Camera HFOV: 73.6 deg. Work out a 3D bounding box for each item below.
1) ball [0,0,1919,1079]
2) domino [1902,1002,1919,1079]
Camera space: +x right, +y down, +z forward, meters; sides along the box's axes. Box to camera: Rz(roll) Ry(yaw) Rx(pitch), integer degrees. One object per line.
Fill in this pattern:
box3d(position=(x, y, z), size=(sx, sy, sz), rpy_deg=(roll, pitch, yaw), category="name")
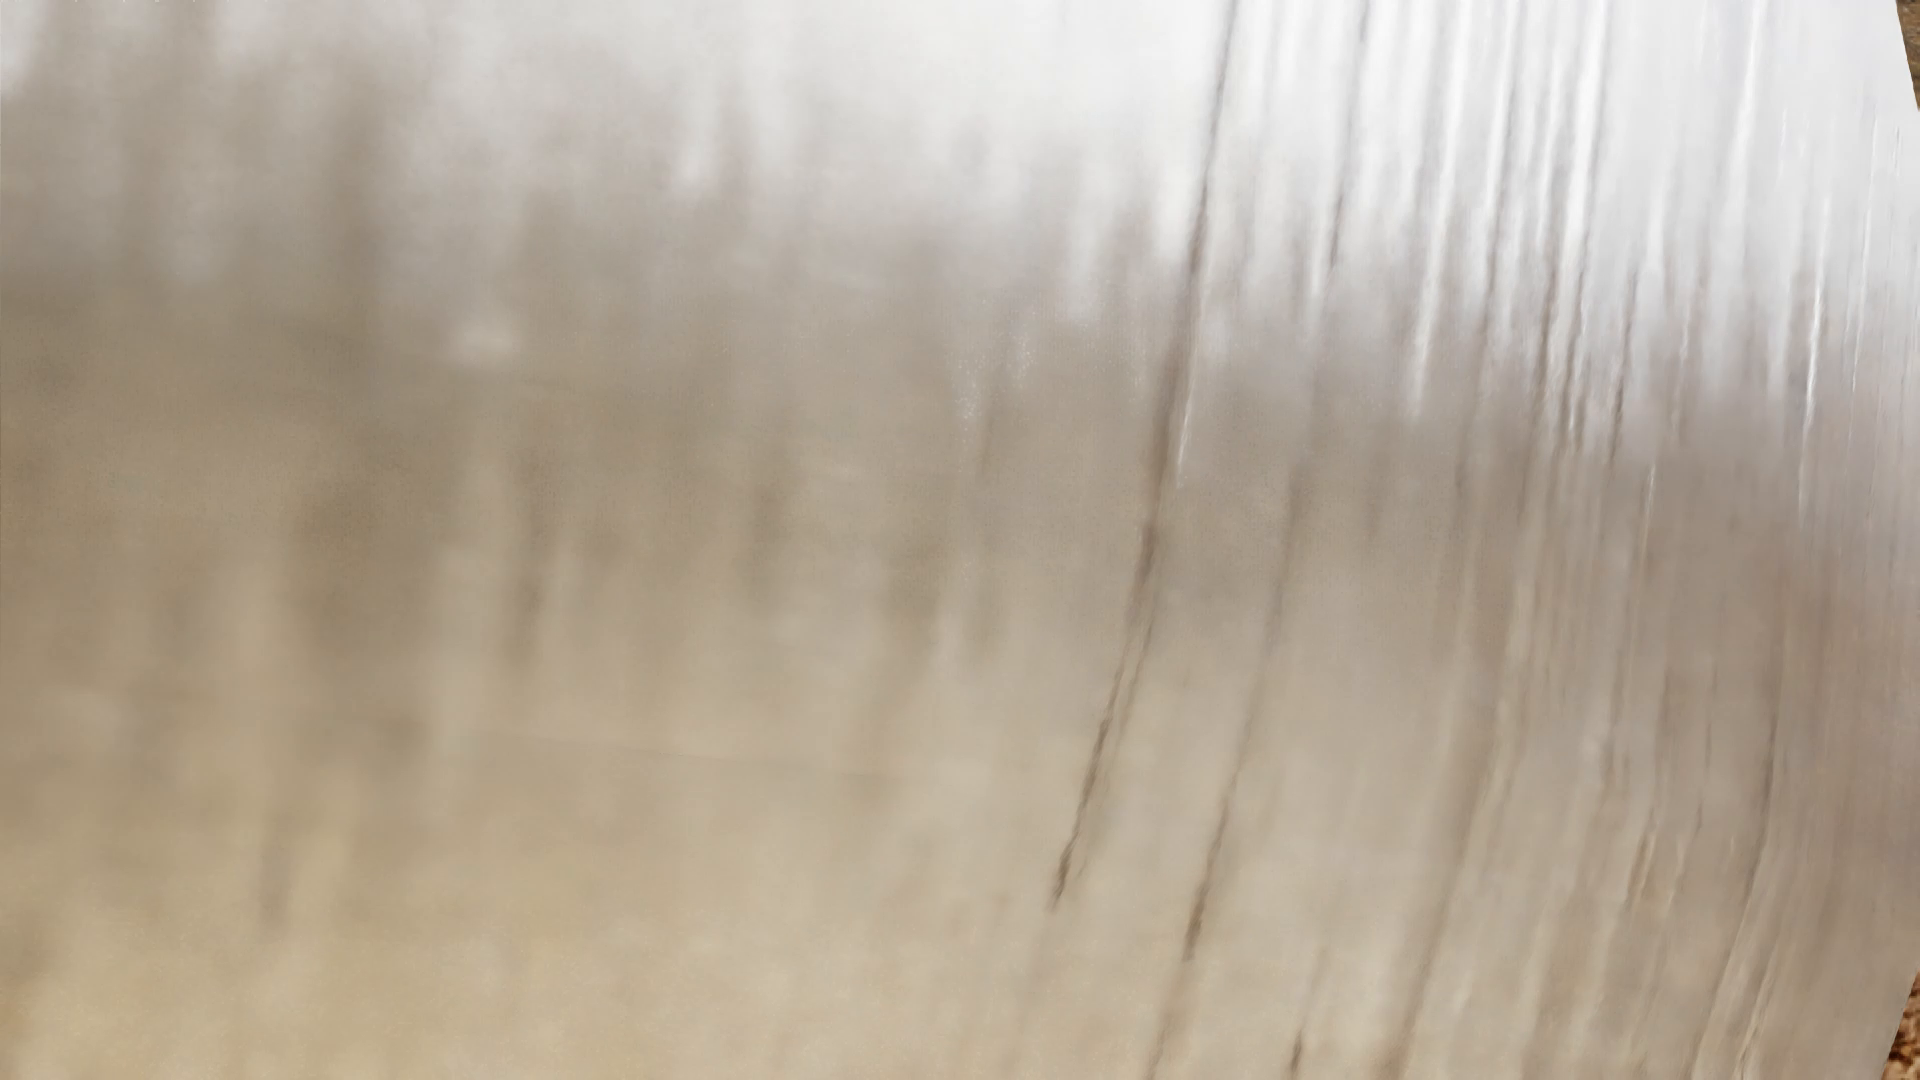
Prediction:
box3d(position=(-0.018, -0.001, 0.041), size=(0.080, 0.080, 0.080), rpy_deg=(0, 4, 0), category="ball")
box3d(position=(0.027, 0.016, 0.027), size=(0.009, 0.050, 0.025), rpy_deg=(27, 1, -7), category="domino")
